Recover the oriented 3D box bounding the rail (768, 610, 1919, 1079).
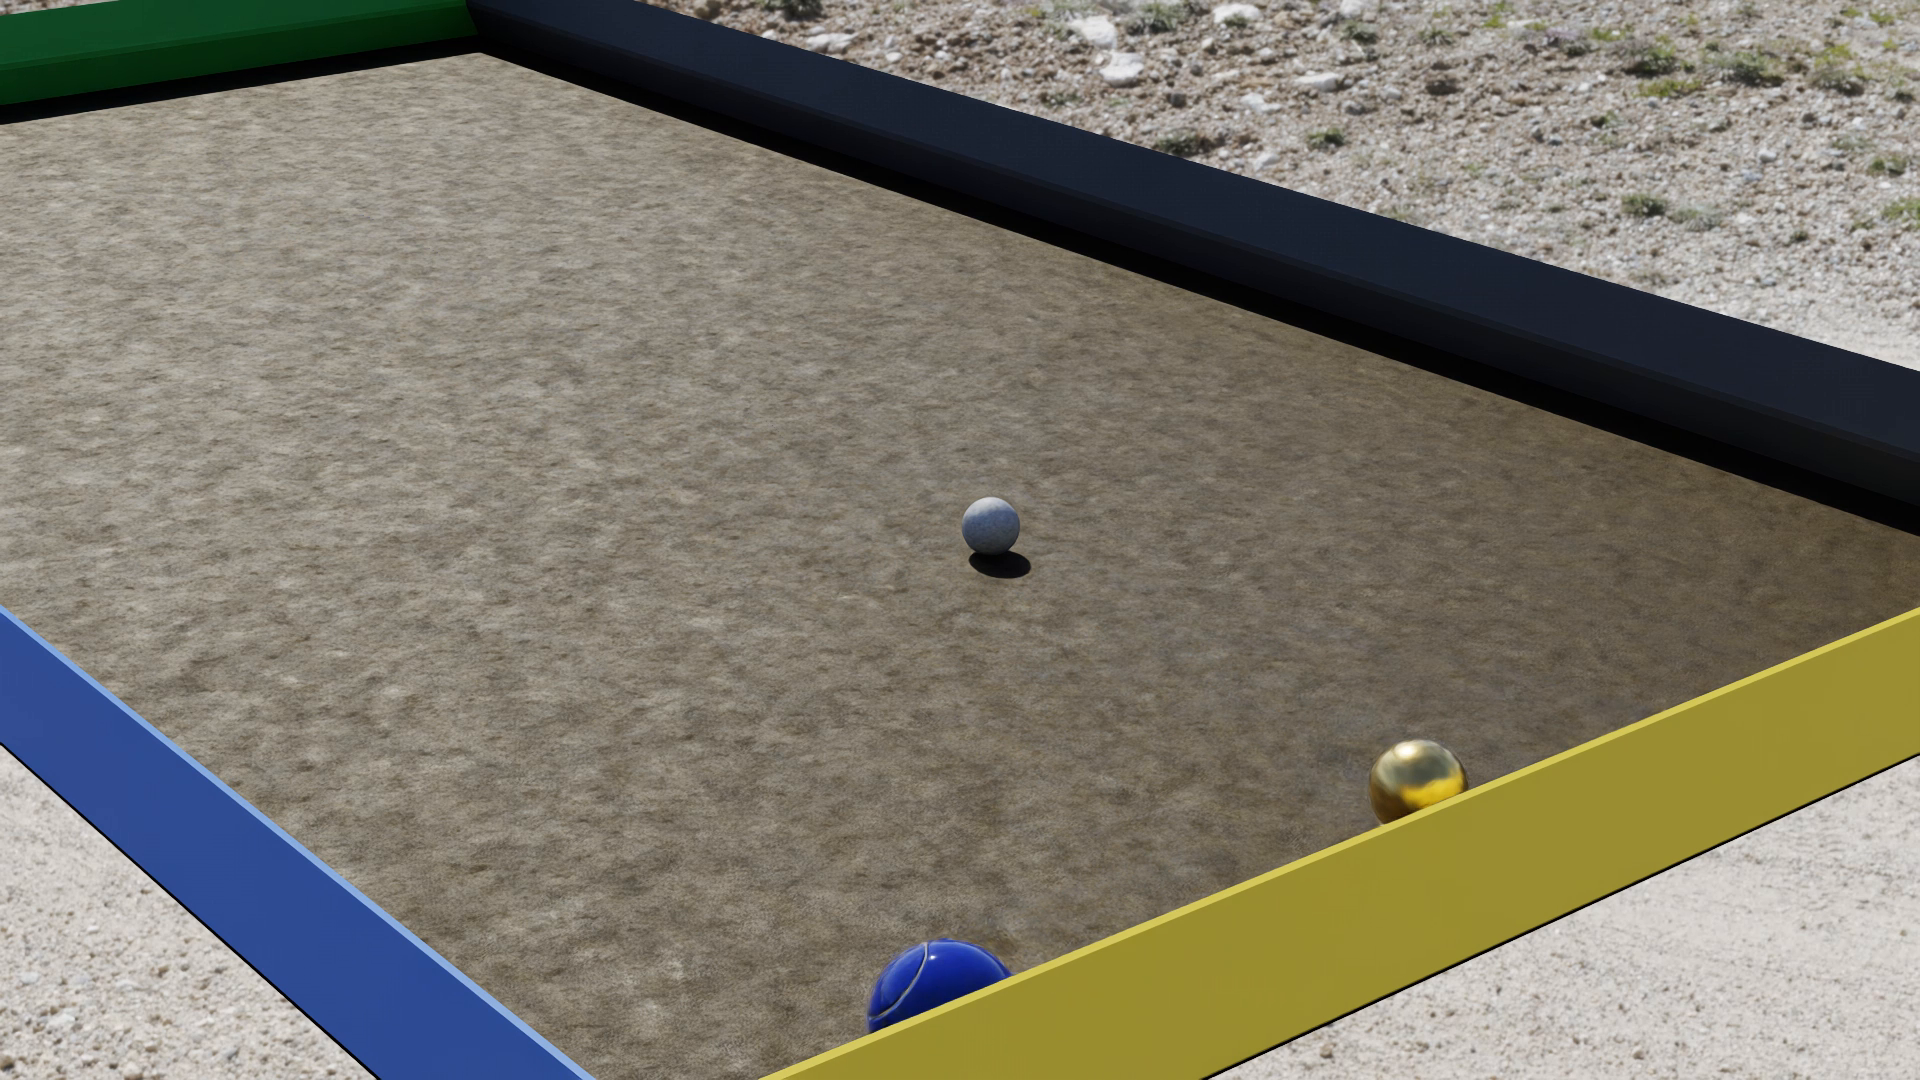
[{"bbox_3d":[0.441,0.173,2.003,1.569,0.123,0.045,-16,27,-35],"label":"rail"}]

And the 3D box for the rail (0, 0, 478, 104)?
[{"bbox_3d":[-1.352,-0.663,4.107,1.569,0.123,0.045,-16,27,-35],"label":"rail"}]

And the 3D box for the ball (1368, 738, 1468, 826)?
[{"bbox_3d":[0.323,0.175,2.072,0.070,0.070,0.070,0,22,0],"label":"ball"}]

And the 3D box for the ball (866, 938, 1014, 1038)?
[{"bbox_3d":[-0.008,0.286,1.759,0.095,0.095,0.095,0,22,0],"label":"ball"}]

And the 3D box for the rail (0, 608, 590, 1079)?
[{"bbox_3d":[-1.052,-0.071,2.616,0.045,0.123,2.935,-16,27,-35],"label":"rail"}]

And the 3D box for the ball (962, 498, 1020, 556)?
[{"bbox_3d":[0.027,-0.012,2.569,0.051,0.051,0.051,0,22,0],"label":"ball"}]

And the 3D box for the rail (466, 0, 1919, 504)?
[{"bbox_3d":[0.141,-0.419,3.493,0.045,0.123,2.935,-16,27,-35],"label":"rail"}]
